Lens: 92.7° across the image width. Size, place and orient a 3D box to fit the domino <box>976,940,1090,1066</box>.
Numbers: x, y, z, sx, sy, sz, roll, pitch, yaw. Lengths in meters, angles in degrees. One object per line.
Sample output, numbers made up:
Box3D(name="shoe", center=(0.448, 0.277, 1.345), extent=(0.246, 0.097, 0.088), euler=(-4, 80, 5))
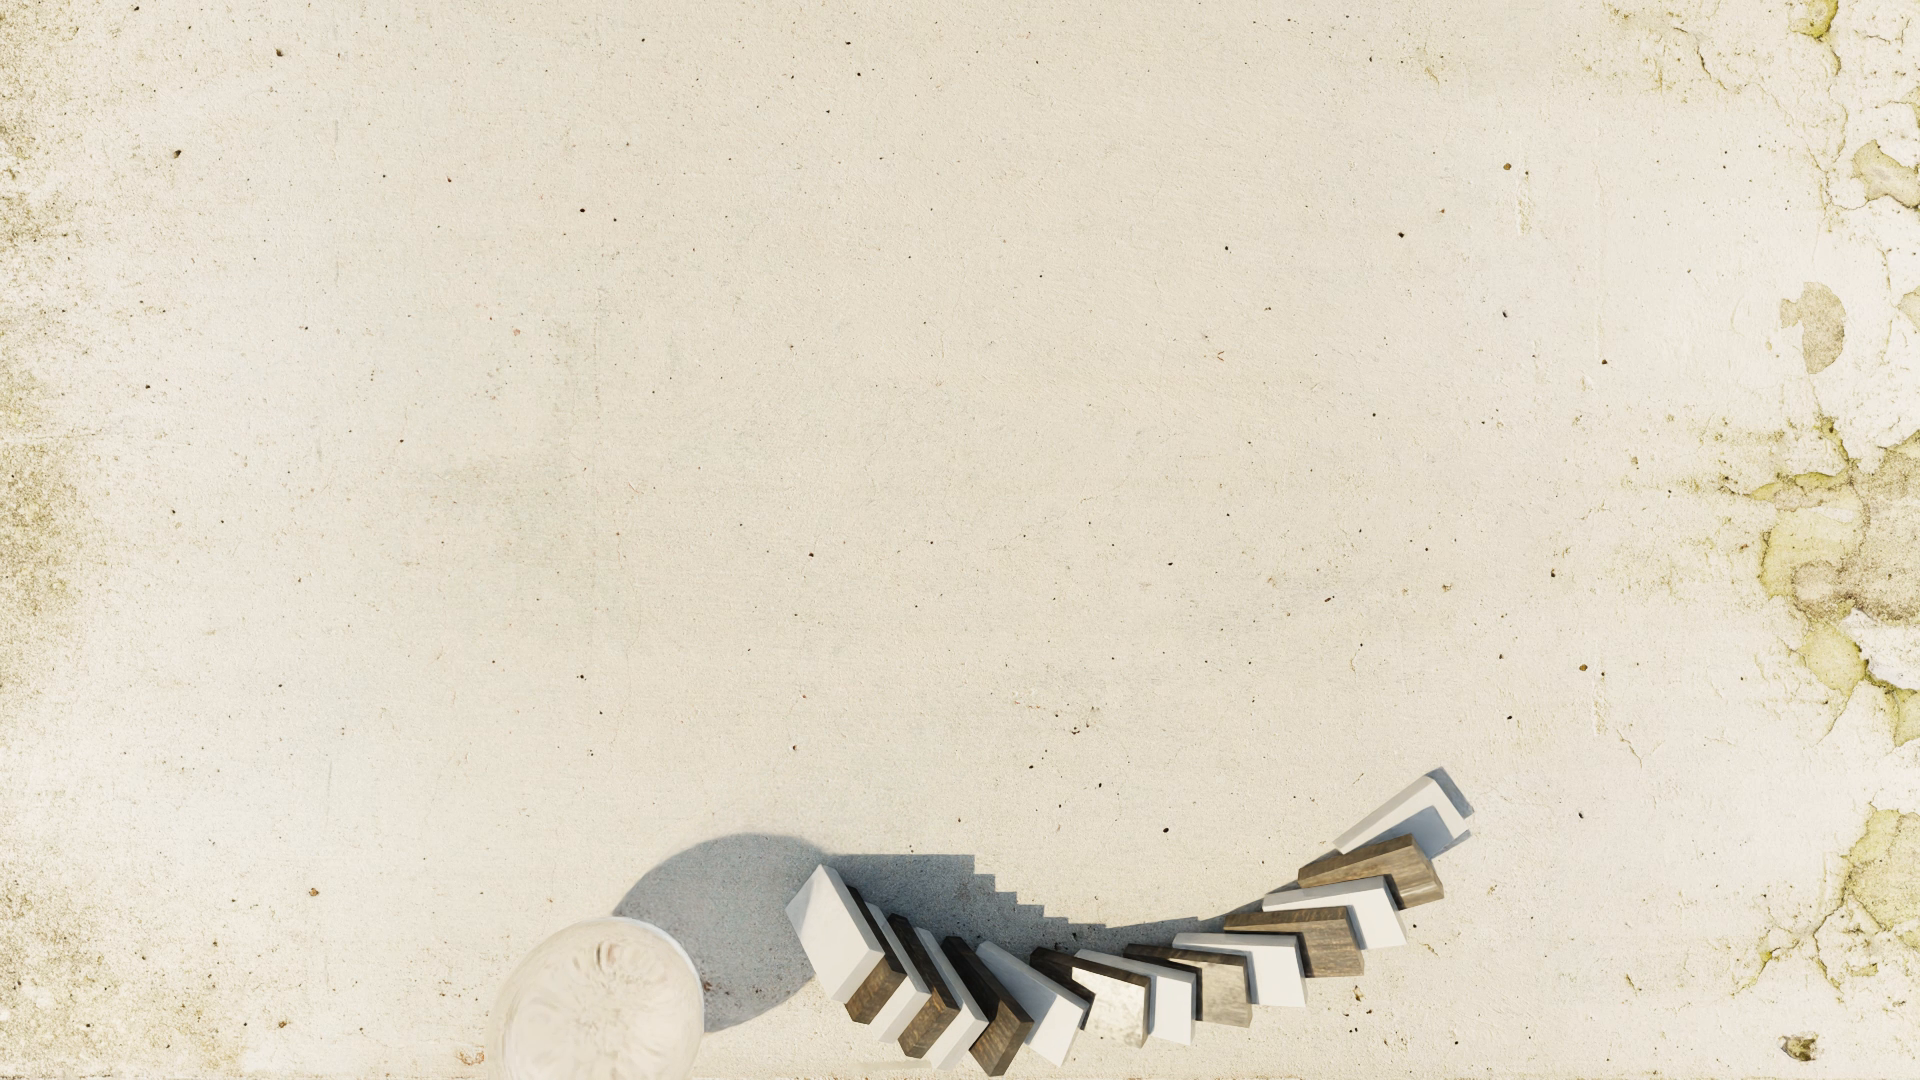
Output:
Box3D(name="domino", center=(0.026, 0.194, 0.385), extent=(0.050, 0.010, 0.025), euler=(22, 90, 26))

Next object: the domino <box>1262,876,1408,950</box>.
Box3D(name="domino", center=(0.156, 0.159, 0.384), extent=(0.050, 0.009, 0.025), euler=(-23, 92, 28))

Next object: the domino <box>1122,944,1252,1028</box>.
Box3D(name="domino", center=(0.095, 0.186, 0.385), extent=(0.050, 0.009, 0.025), euler=(-6, 90, 27))

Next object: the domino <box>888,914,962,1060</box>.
Box3D(name="domino", center=(-0.022, 0.182, 0.377), extent=(0.025, 0.050, 0.009), euler=(-51, 129, 1))

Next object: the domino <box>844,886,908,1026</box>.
Box3D(name="domino", center=(-0.043, 0.169, 0.378), extent=(0.025, 0.050, 0.009), euler=(-52, 129, 0))

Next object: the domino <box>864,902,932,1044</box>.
Box3D(name="domino", center=(-0.034, 0.177, 0.378), extent=(0.025, 0.050, 0.009), euler=(-52, 129, 0))

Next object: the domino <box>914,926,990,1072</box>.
Box3D(name="domino", center=(-0.011, 0.188, 0.378), extent=(0.025, 0.050, 0.009), euler=(-52, 129, 0))

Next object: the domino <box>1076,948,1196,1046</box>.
Box3D(name="domino", center=(0.073, 0.191, 0.385), extent=(0.050, 0.009, 0.025), euler=(1, 90, 27))

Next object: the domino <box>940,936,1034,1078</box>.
Box3D(name="domino", center=(0.006, 0.191, 0.378), extent=(0.010, 0.050, 0.025), euler=(28, 93, -44))

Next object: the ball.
Box3D(name="ball", center=(-0.142, 0.191, 0.360), extent=(0.080, 0.080, 0.080), euler=(0, 90, 0))

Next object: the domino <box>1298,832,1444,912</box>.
Box3D(name="domino", center=(0.171, 0.144, 0.384), extent=(0.050, 0.010, 0.025), euler=(-31, 90, 27))

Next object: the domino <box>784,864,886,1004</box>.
Box3D(name="domino", center=(-0.052, 0.161, 0.378), extent=(0.025, 0.050, 0.009), euler=(-52, 129, 0))

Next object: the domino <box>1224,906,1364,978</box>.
Box3D(name="domino", center=(0.139, 0.169, 0.383), extent=(0.050, 0.010, 0.025), euler=(-17, 94, 28))

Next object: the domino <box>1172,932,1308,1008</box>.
Box3D(name="domino", center=(0.117, 0.180, 0.384), extent=(0.050, 0.010, 0.025), euler=(-11, 91, 27))

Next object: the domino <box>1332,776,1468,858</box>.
Box3D(name="domino", center=(0.190, 0.127, 0.395), extent=(0.050, 0.009, 0.025), euler=(-36, 90, 0))

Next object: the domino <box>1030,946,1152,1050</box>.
Box3D(name="domino", center=(0.053, 0.191, 0.383), extent=(0.050, 0.009, 0.025), euler=(3, 91, 28))
